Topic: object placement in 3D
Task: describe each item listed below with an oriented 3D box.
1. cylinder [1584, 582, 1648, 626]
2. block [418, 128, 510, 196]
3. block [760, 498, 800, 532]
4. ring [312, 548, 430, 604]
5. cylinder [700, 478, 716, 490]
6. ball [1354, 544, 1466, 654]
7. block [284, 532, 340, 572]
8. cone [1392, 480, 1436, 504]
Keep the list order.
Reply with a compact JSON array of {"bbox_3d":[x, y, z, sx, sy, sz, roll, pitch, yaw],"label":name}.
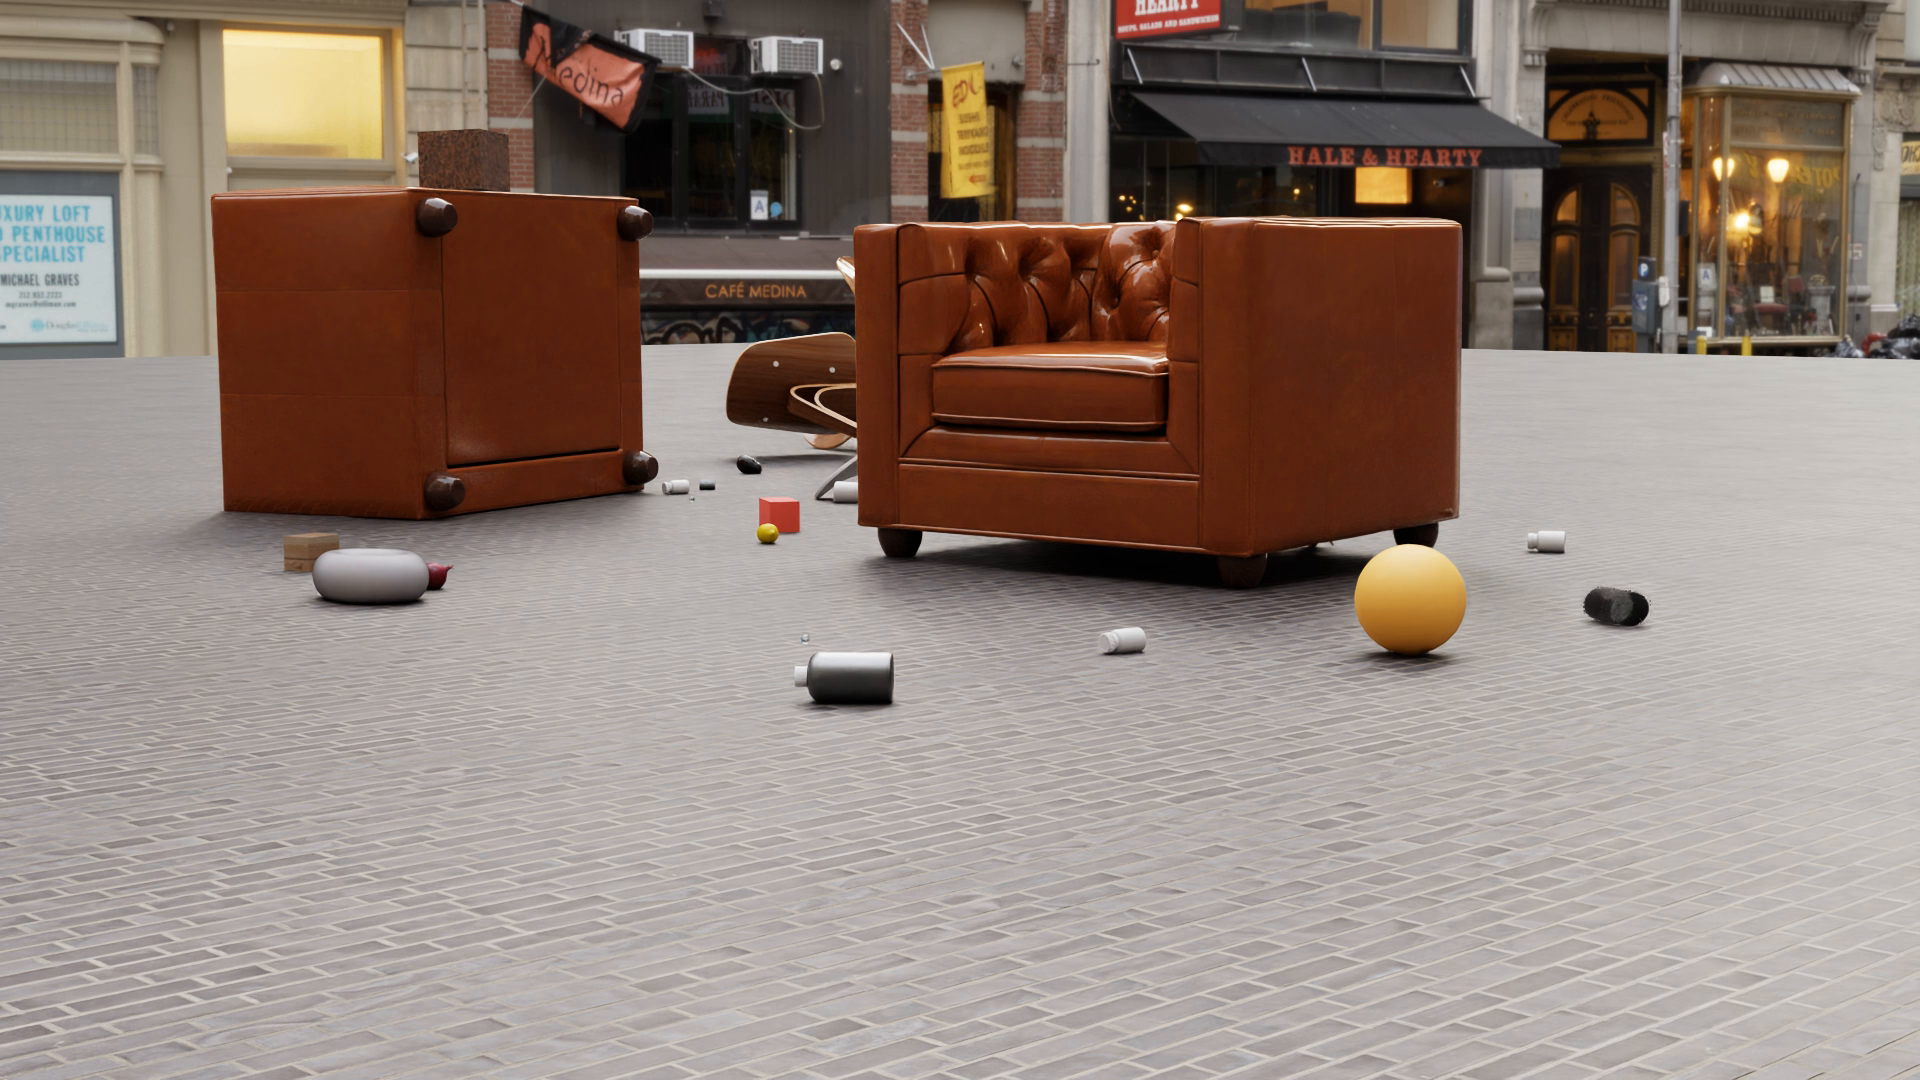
[{"bbox_3d":[1.248,0.126,4.878,0.082,0.064,0.098,-8,17,-11],"label":"cylinder"},{"bbox_3d":[-1.390,-1.057,7.195,0.187,0.165,0.187,0,3,15],"label":"block"},{"bbox_3d":[-0.470,-0.066,6.663,0.077,0.079,0.134,-2,6,-17],"label":"block"},{"bbox_3d":[-1.204,0.073,5.240,0.290,0.098,0.204,4,6,44],"label":"ring"},{"bbox_3d":[-0.781,-0.173,7.935,0.047,0.031,0.056,-2,9,-4],"label":"cylinder"},{"bbox_3d":[0.785,0.103,4.470,0.193,0.193,0.193,0,6,0],"label":"ball"},{"bbox_3d":[-1.460,0.027,5.778,0.074,0.076,0.097,3,7,31],"label":"block"},{"bbox_3d":[1.339,-0.124,7.440,0.137,0.077,0.110,-1,-15,35],"label":"cone"}]
